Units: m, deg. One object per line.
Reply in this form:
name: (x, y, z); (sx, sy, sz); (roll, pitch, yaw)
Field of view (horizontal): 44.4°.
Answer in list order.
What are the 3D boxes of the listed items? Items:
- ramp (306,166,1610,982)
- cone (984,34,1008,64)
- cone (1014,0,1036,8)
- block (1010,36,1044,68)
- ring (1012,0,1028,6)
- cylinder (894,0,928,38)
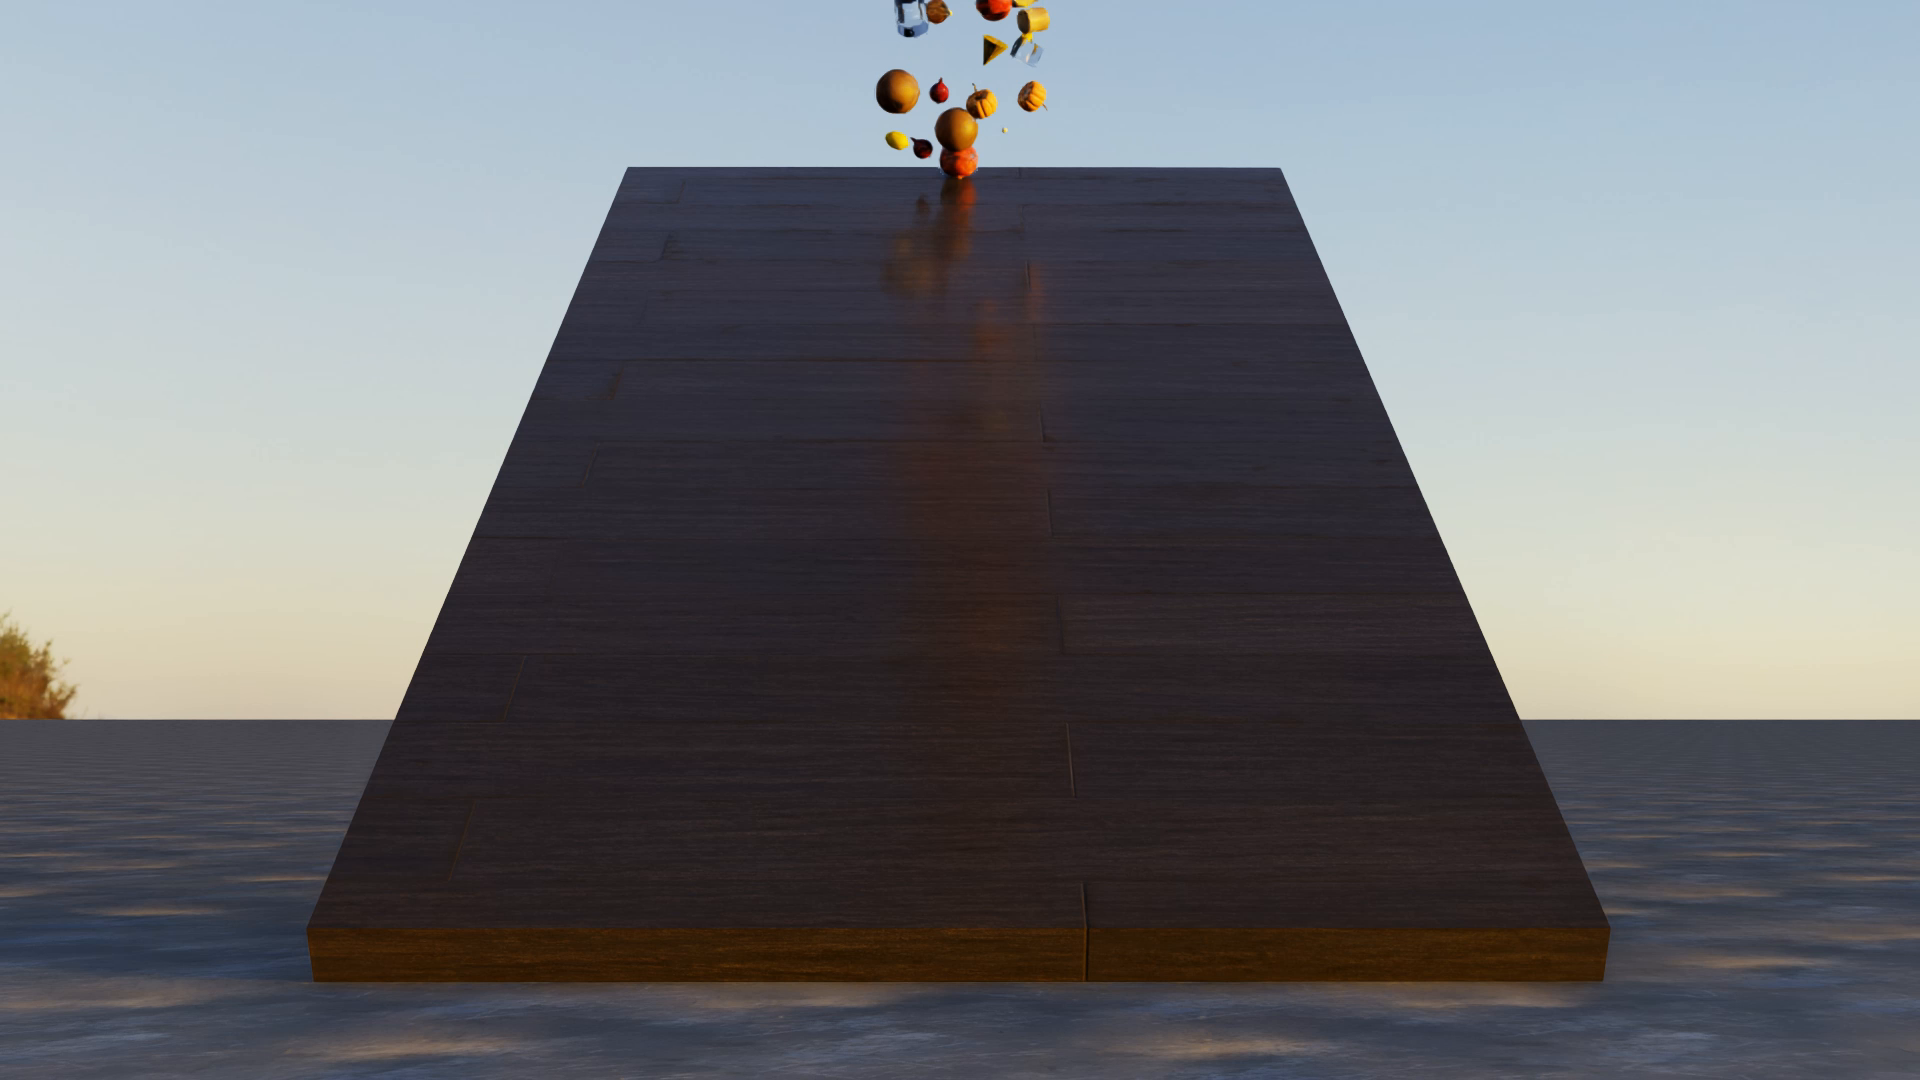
ramp: (-0.010, -0.229, 5.430); (2.000, 0.100, 4.000); (0, 26, 0)
cone: (0.085, -1.397, 6.758); (0.080, 0.080, 0.080); (24, 23, -11)
cone: (0.178, -1.603, 6.995); (0.076, 0.076, 0.076); (2, -25, -24)
block: (0.194, -1.426, 6.881); (0.063, 0.063, 0.063); (30, 10, 22)
ring: (0.198, -1.640, 7.141); (0.089, 0.030, 0.089); (-18, 9, 3)
cylinder: (-0.143, -1.539, 6.897); (0.093, 0.093, 0.093); (-8, -21, -3)
